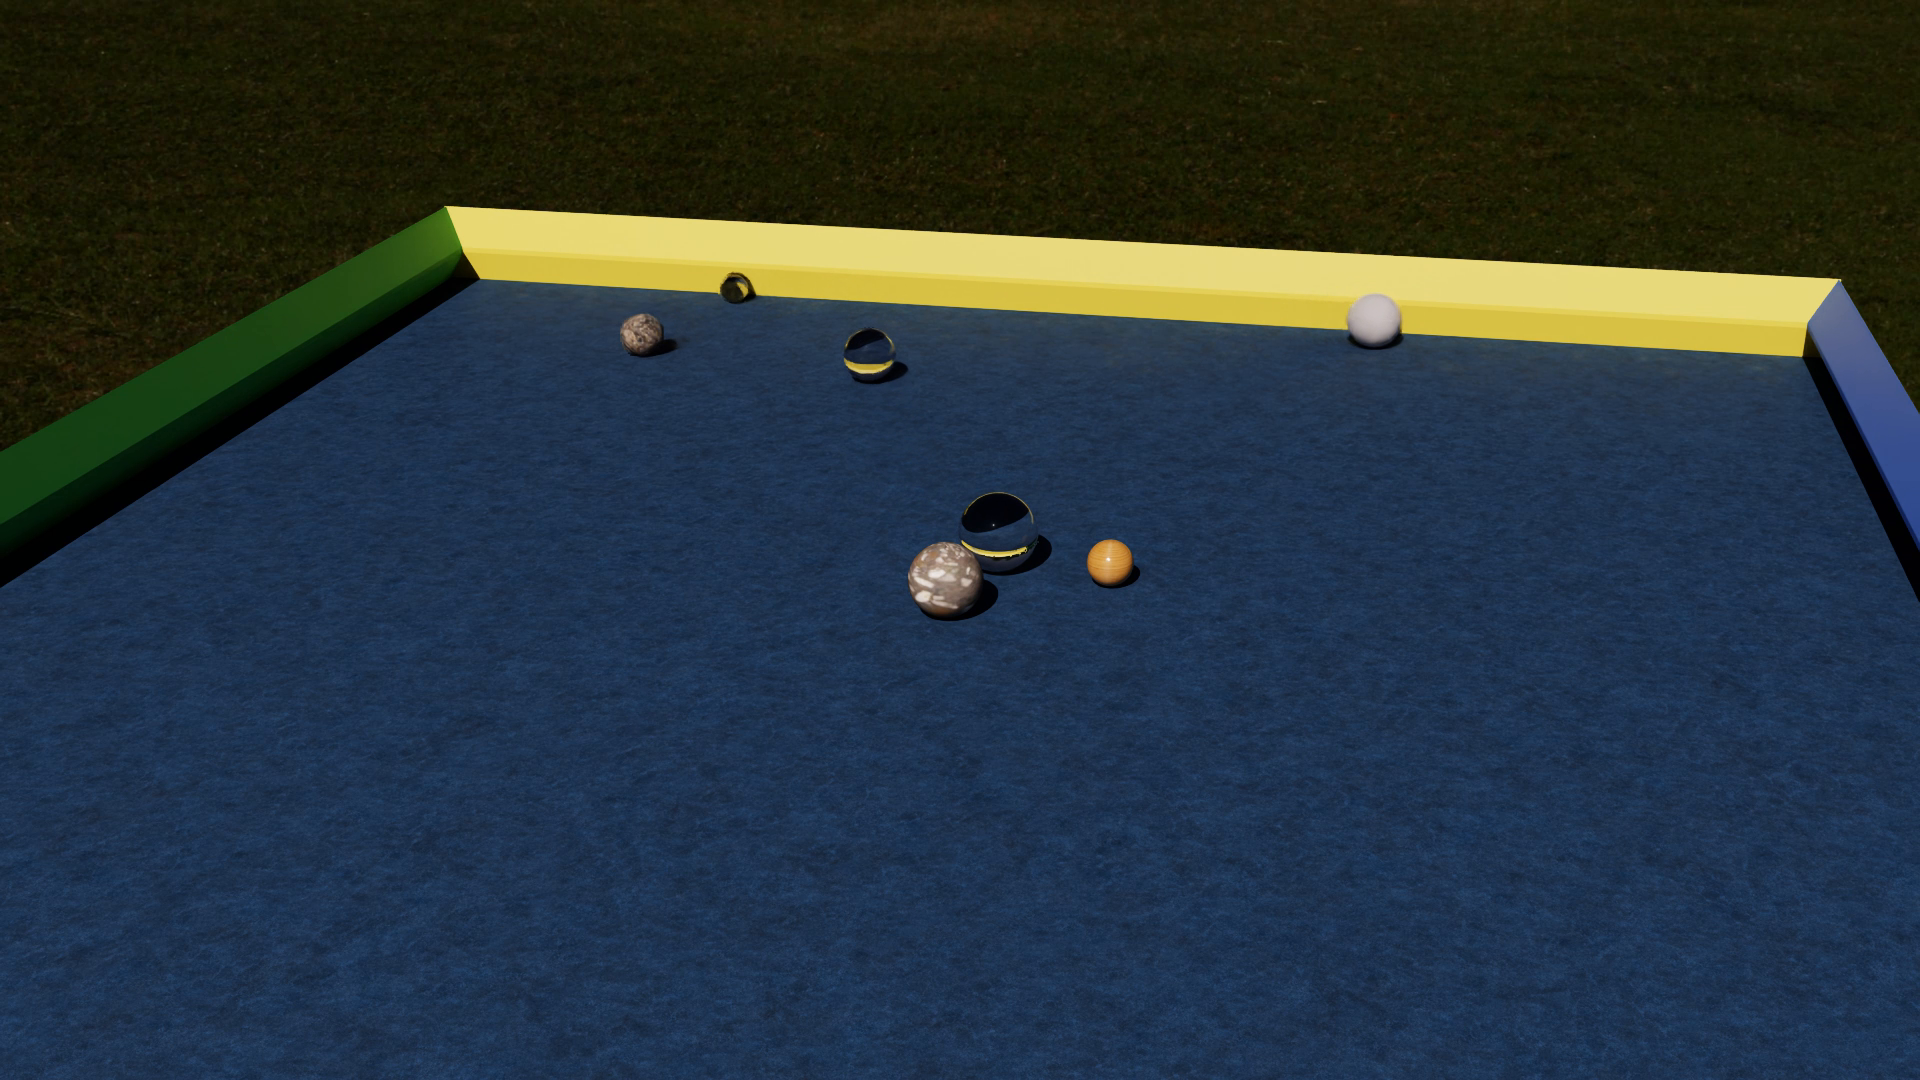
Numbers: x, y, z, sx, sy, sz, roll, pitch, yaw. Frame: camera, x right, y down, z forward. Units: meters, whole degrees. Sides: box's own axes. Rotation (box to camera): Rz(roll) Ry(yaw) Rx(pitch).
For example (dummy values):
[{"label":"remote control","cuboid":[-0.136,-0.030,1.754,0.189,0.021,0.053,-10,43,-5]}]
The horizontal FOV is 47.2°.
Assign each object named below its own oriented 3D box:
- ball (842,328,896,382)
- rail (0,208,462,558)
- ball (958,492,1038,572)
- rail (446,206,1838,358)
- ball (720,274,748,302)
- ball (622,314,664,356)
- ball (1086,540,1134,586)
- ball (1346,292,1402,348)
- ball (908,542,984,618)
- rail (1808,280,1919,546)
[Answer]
[{"label":"ball","cuboid":[-0.134,-0.273,3.245,0.078,0.078,0.078,0,22,0]},{"label":"rail","cuboid":[-1.305,0.291,1.796,0.045,0.122,4.353,5,23,11]},{"label":"ball","cuboid":[0.045,-0.009,2.575,0.094,0.094,0.094,0,22,0]},{"label":"rail","cuboid":[0.221,-0.415,3.535,2.255,0.122,0.045,5,23,11]},{"label":"ball","cuboid":[-0.374,-0.417,3.642,0.047,0.047,0.047,0,22,0]},{"label":"ball","cuboid":[-0.485,-0.315,3.367,0.065,0.065,0.065,0,22,0]},{"label":"ball","cuboid":[0.174,0.026,2.540,0.055,0.055,0.055,0,22,0]},{"label":"ball","cuboid":[0.640,-0.340,3.401,0.085,0.085,0.085,0,22,0]},{"label":"ball","cuboid":[-0.016,0.045,2.455,0.085,0.085,0.085,0,22,0]},{"label":"rail","cuboid":[0.854,0.463,1.372,0.045,0.122,4.353,5,23,11]}]
